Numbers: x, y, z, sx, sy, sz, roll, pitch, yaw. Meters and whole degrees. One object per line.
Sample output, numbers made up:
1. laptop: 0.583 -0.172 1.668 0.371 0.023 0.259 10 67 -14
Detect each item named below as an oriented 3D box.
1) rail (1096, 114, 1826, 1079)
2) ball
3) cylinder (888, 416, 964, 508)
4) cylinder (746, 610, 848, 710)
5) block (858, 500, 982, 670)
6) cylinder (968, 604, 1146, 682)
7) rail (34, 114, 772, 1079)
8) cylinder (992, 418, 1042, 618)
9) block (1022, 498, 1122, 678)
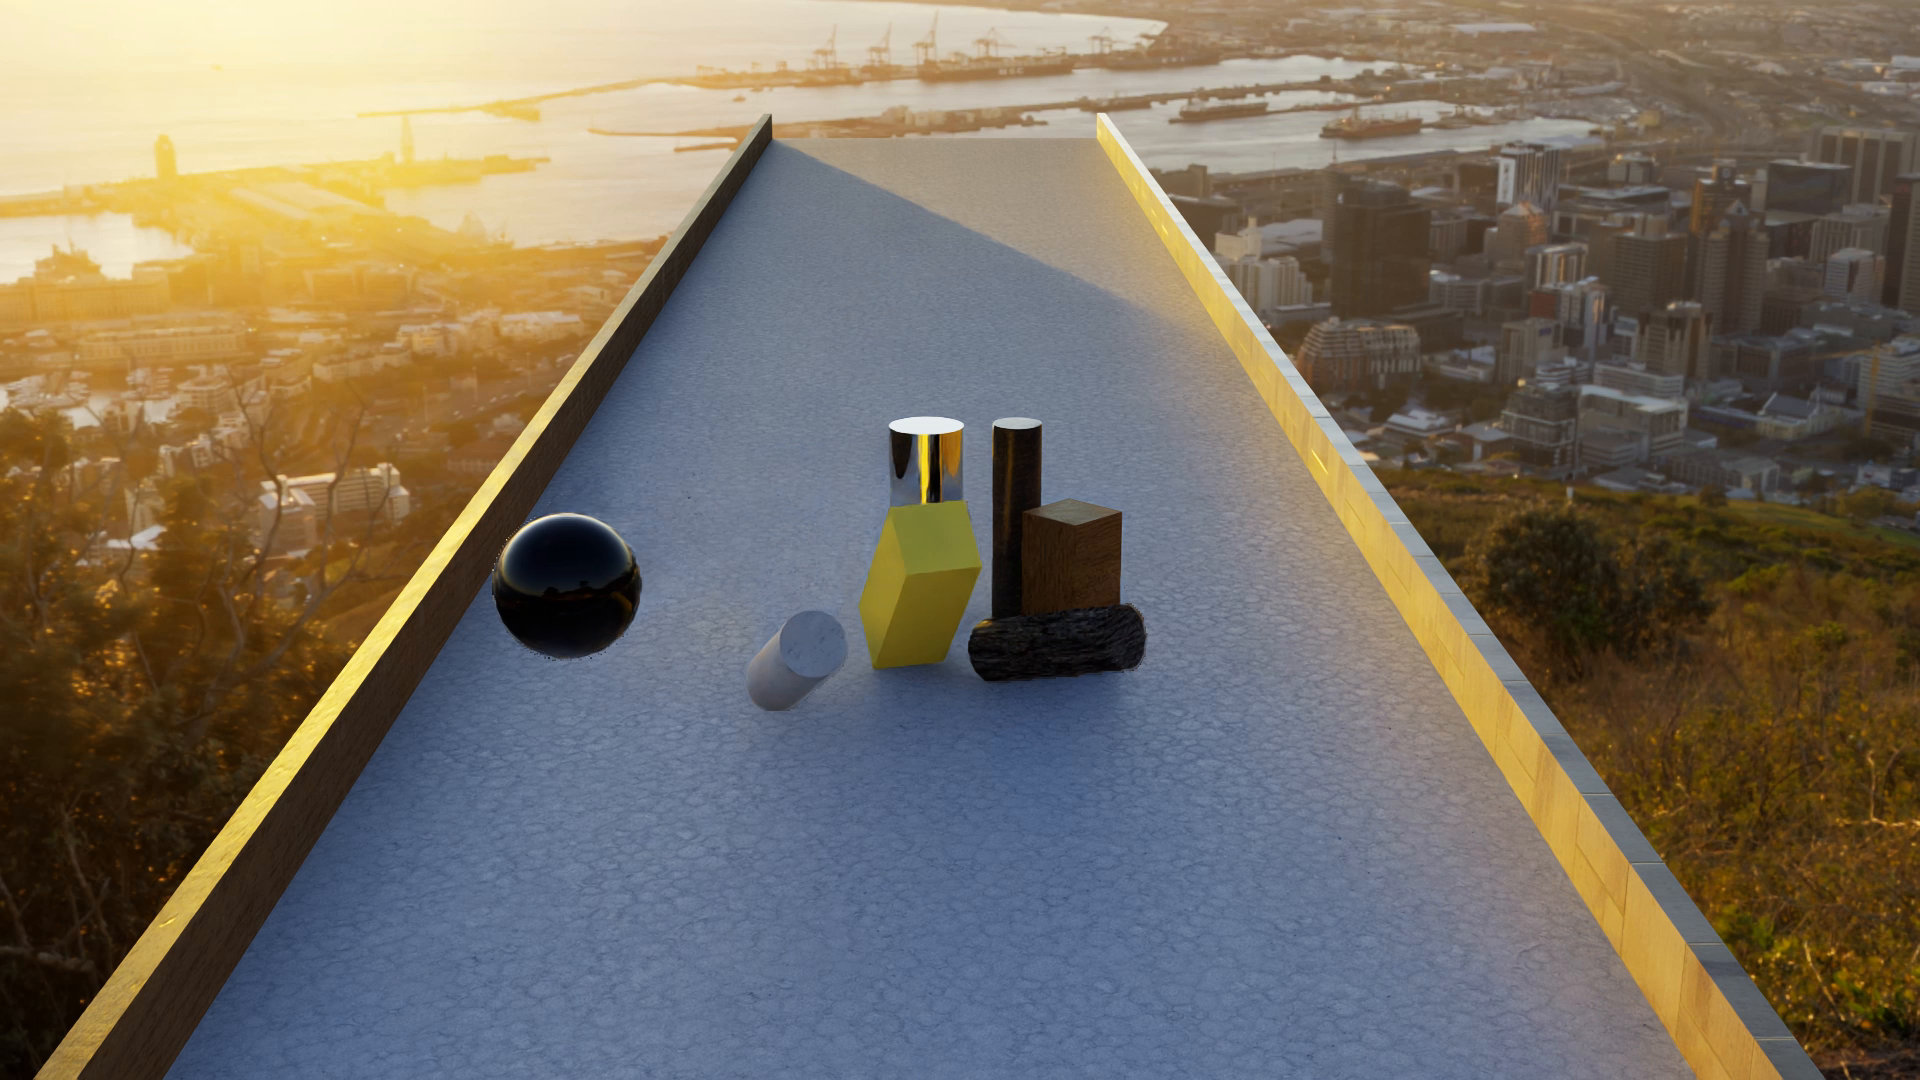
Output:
1. rail: 0.932 -0.844 7.801 0.050 0.150 12.000 0 17 -1
2. ball: -0.693 0.082 3.887 0.259 0.259 0.259 0 17 0
3. cylinder: -0.074 -0.082 4.880 0.165 0.354 0.165 0 17 0
4. cylinder: -0.299 0.221 3.955 0.118 0.118 0.420 -4 -11 -15
5. block: -0.082 0.090 4.259 0.146 0.379 0.146 -6 61 -16
6. cylinder: 0.182 0.197 4.184 0.339 0.122 0.122 -8 7 43
7. rail: -1.118 -0.838 7.780 0.050 0.150 12.000 0 17 -1
8. cylinder: 0.119 -0.040 4.619 0.103 0.423 0.103 0 17 0
9. block: 0.221 0.093 4.369 0.139 0.311 0.139 15 23 42
